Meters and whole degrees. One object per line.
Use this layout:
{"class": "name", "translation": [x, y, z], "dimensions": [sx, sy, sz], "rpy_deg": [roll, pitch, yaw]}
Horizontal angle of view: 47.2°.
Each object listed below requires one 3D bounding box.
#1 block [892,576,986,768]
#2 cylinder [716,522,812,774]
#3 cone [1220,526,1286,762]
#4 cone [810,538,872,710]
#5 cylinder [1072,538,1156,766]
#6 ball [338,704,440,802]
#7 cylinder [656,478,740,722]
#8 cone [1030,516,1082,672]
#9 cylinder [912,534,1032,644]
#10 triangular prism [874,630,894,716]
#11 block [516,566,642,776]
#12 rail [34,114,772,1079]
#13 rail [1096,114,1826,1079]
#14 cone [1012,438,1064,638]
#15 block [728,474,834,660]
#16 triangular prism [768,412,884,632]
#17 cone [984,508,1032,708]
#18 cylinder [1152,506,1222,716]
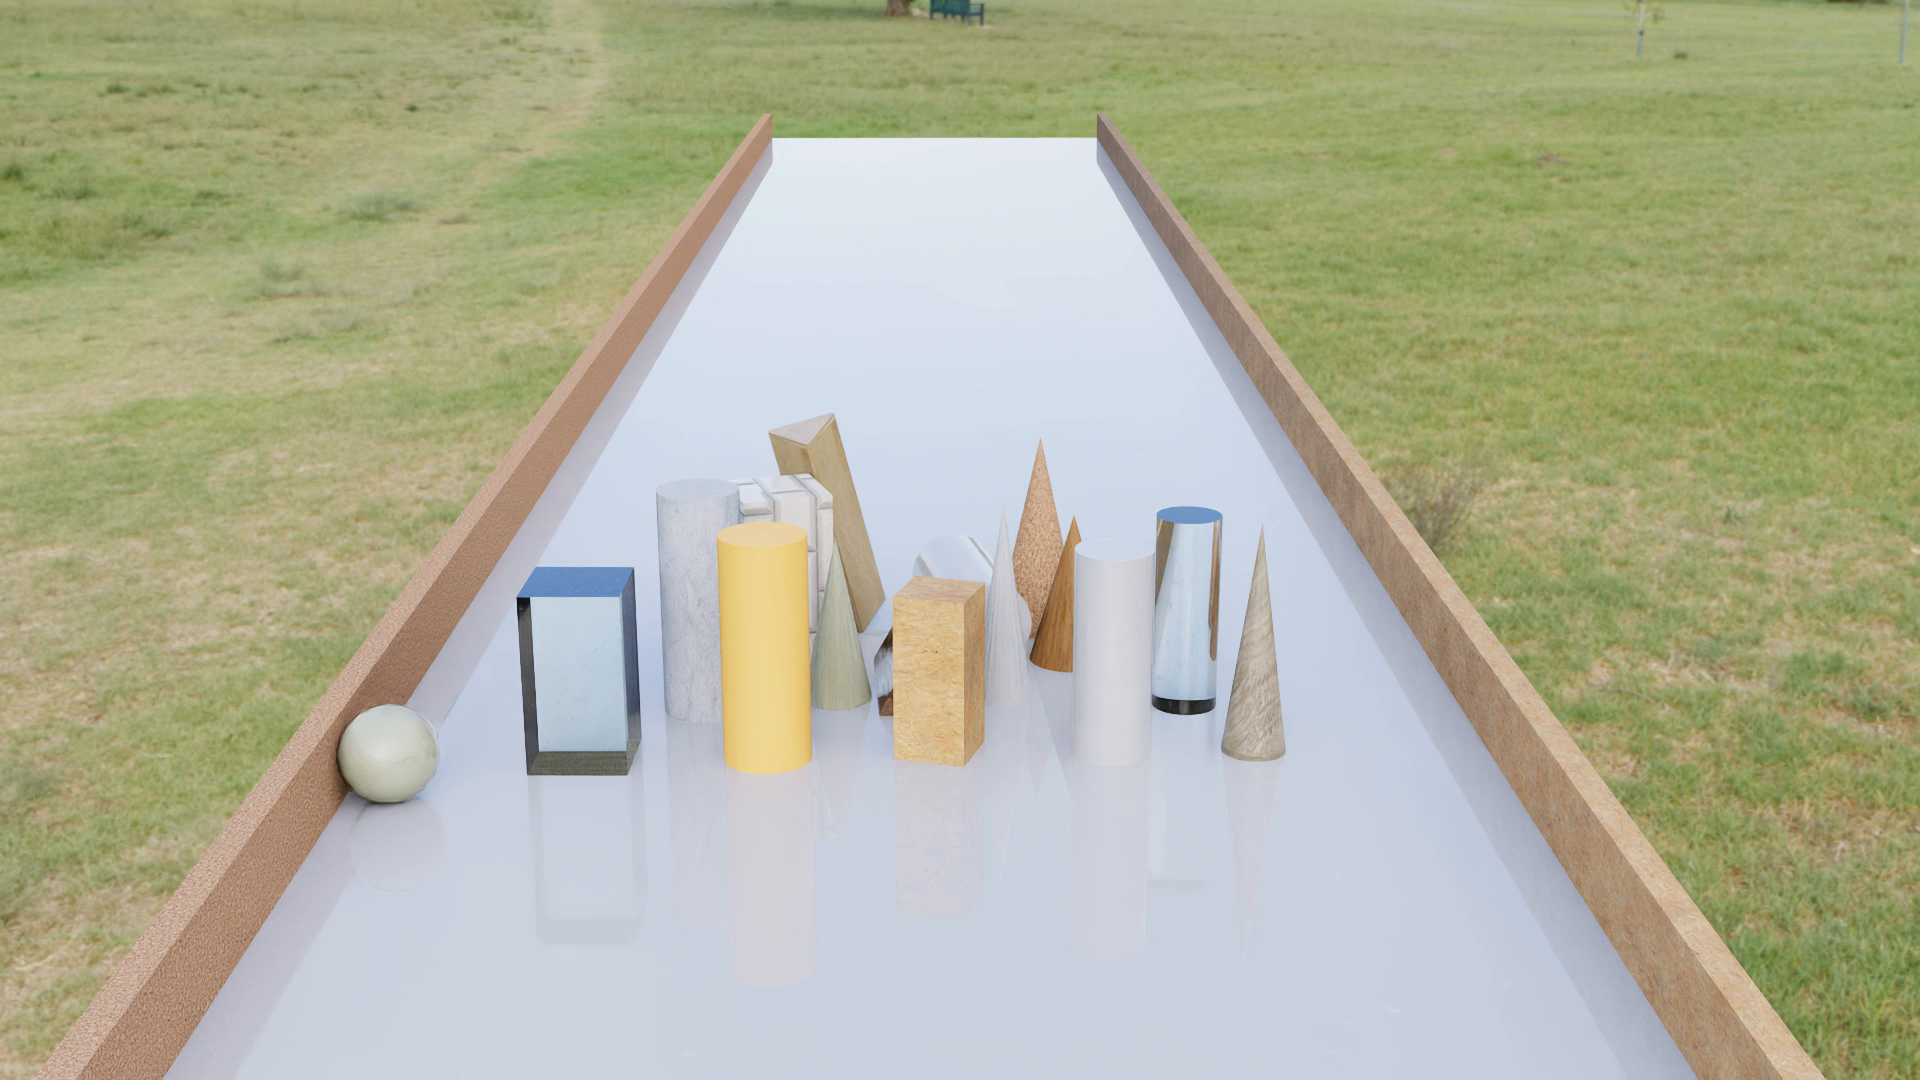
{"class": "block", "translation": [-0.036, 0.232, 3.914], "dimensions": [0.130, 0.303, 0.130], "rpy_deg": [5, 17, 16]}
{"class": "cylinder", "translation": [-0.342, 0.189, 3.864], "dimensions": [0.156, 0.415, 0.156], "rpy_deg": [0, 17, 0]}
{"class": "cone", "translation": [0.528, 0.173, 3.897], "dimensions": [0.116, 0.426, 0.116], "rpy_deg": [0, 17, 0]}
{"class": "cone", "translation": [-0.234, 0.148, 4.164], "dimensions": [0.133, 0.322, 0.133], "rpy_deg": [0, 17, 0]}
{"class": "cylinder", "translation": [0.270, 0.198, 3.894], "dimensions": [0.140, 0.381, 0.140], "rpy_deg": [0, 17, 0]}
{"class": "ball", "translation": [-0.965, 0.361, 3.720], "dimensions": [0.167, 0.167, 0.167], "rpy_deg": [0, 17, 0]}
{"class": "cylinder", "translation": [-0.481, 0.112, 4.096], "dimensions": [0.152, 0.430, 0.152], "rpy_deg": [0, 17, 0]}
{"class": "cone", "translation": [0.225, 0.093, 4.384], "dimensions": [0.171, 0.301, 0.171], "rpy_deg": [0, 17, 0]}
{"class": "cylinder", "translation": [0.021, 0.120, 4.524], "dimensions": [0.172, 0.172, 0.362], "rpy_deg": [-3, 17, -11]}
{"class": "triangular prism", "translation": [-0.115, 0.244, 4.257], "dimensions": [0.093, 0.081, 0.311], "rpy_deg": [-1, 17, -4]}
{"class": "block", "translation": [-0.669, 0.230, 3.880], "dimensions": [0.176, 0.328, 0.176], "rpy_deg": [0, 17, 0]}
{"class": "rail", "translation": [-1.118, -0.838, 7.780], "dimensions": [0.050, 0.150, 12.000], "rpy_deg": [0, 17, -1]}
{"class": "rail", "translation": [0.932, -0.844, 7.801], "dimensions": [0.050, 0.150, 12.000], "rpy_deg": [0, 17, -1]}
{"class": "cone", "translation": [0.165, -0.017, 4.567], "dimensions": [0.177, 0.409, 0.177], "rpy_deg": [0, 17, 0]}
{"class": "block", "translation": [-0.358, 0.071, 4.355], "dimensions": [0.176, 0.361, 0.176], "rpy_deg": [-6, 17, -18]}
{"class": "triangular prism", "translation": [-0.253, -0.041, 4.554], "dimensions": [0.119, 0.444, 0.137], "rpy_deg": [-31, 31, -29]}
{"class": "cone", "translation": [0.082, 0.116, 4.160], "dimensions": [0.115, 0.386, 0.115], "rpy_deg": [0, 17, 0]}
{"class": "cylinder", "translation": [0.425, 0.132, 4.128], "dimensions": [0.123, 0.373, 0.123], "rpy_deg": [0, 17, 0]}
